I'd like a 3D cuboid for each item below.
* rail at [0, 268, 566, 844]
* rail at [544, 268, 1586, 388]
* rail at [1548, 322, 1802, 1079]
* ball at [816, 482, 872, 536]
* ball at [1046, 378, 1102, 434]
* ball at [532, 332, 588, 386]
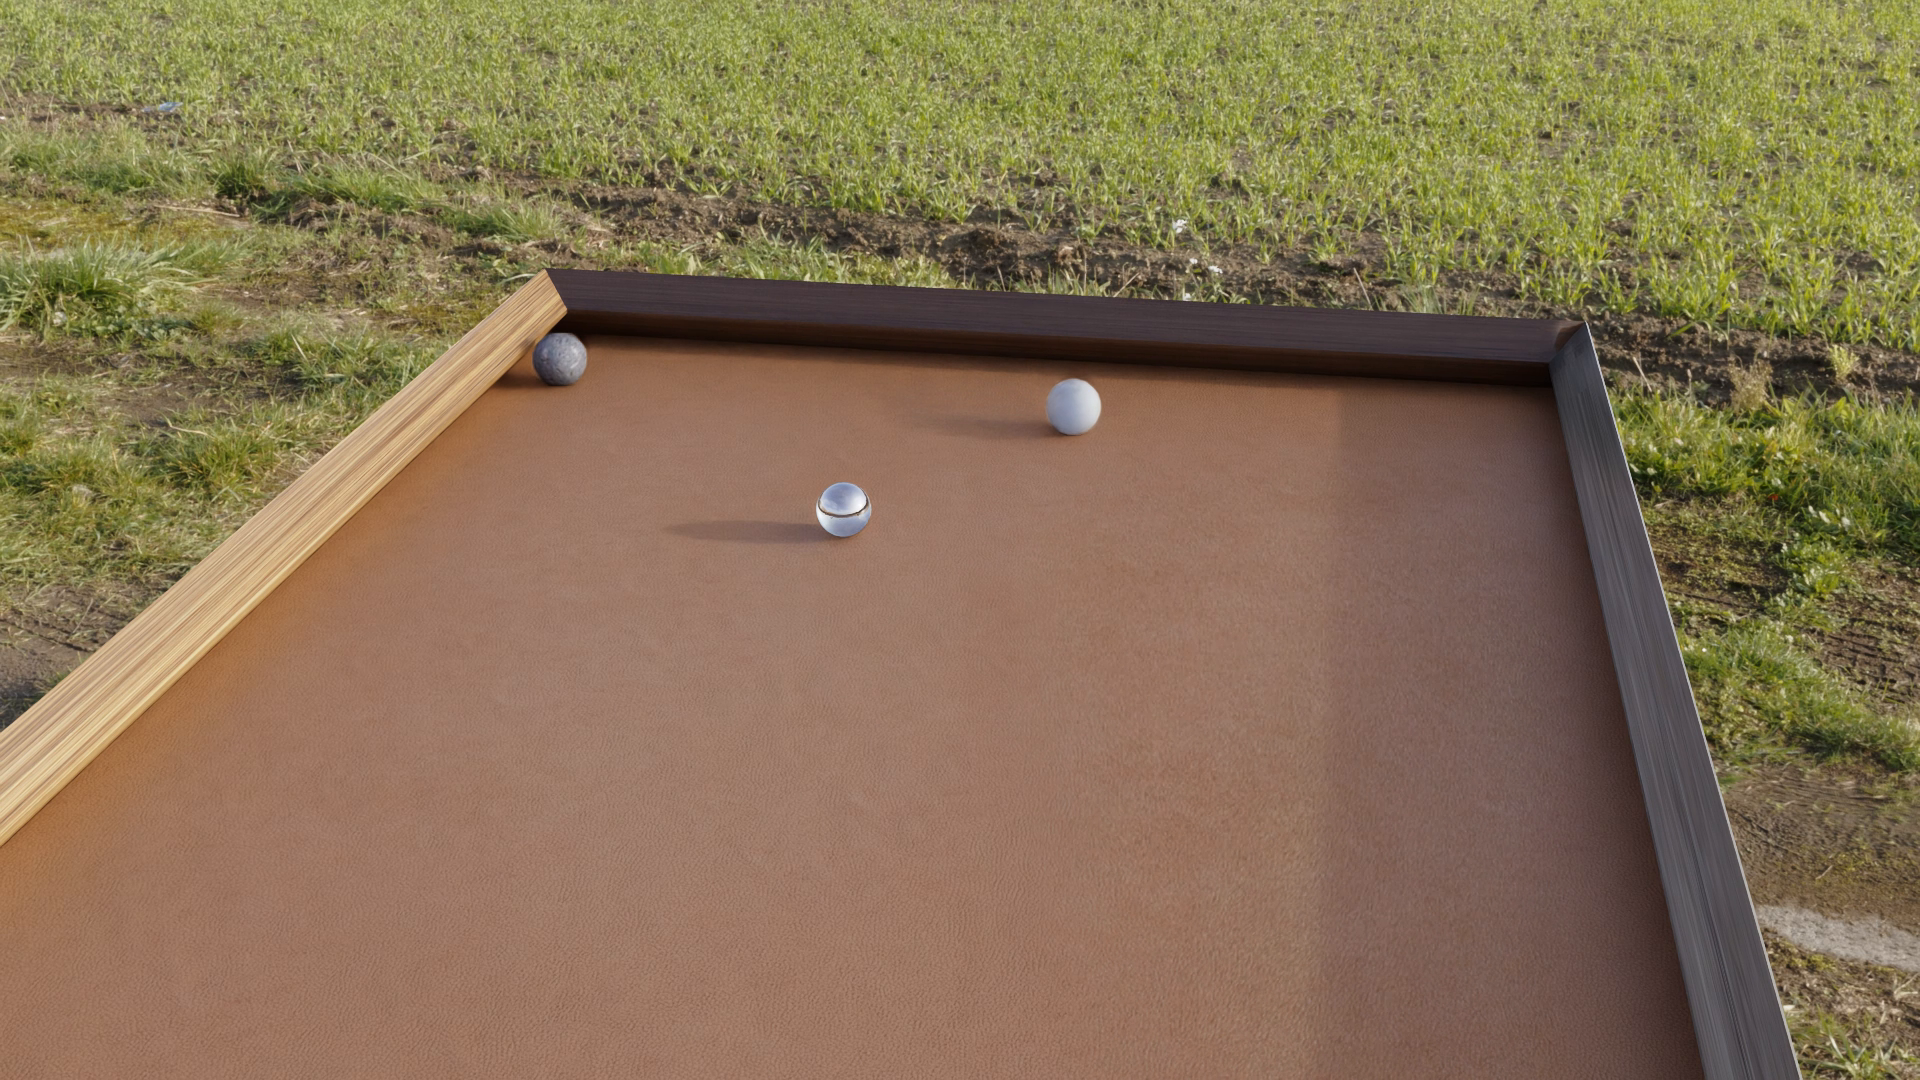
[{"bbox_3d":[-0.758,0.208,1.767,0.045,0.088,2.650,4,24,9],"label":"rail"},{"bbox_3d":[0.107,-0.269,2.838,1.359,0.088,0.045,4,24,9],"label":"rail"},{"bbox_3d":[0.535,0.298,1.565,0.045,0.088,2.650,4,24,9],"label":"rail"},{"bbox_3d":[-0.124,-0.033,2.346,0.059,0.059,0.059,0,24,0],"label":"ball"},{"bbox_3d":[0.135,-0.159,2.621,0.066,0.066,0.066,0,24,0],"label":"ball"},{"bbox_3d":[-0.505,-0.229,2.776,0.068,0.068,0.068,0,24,0],"label":"ball"}]
